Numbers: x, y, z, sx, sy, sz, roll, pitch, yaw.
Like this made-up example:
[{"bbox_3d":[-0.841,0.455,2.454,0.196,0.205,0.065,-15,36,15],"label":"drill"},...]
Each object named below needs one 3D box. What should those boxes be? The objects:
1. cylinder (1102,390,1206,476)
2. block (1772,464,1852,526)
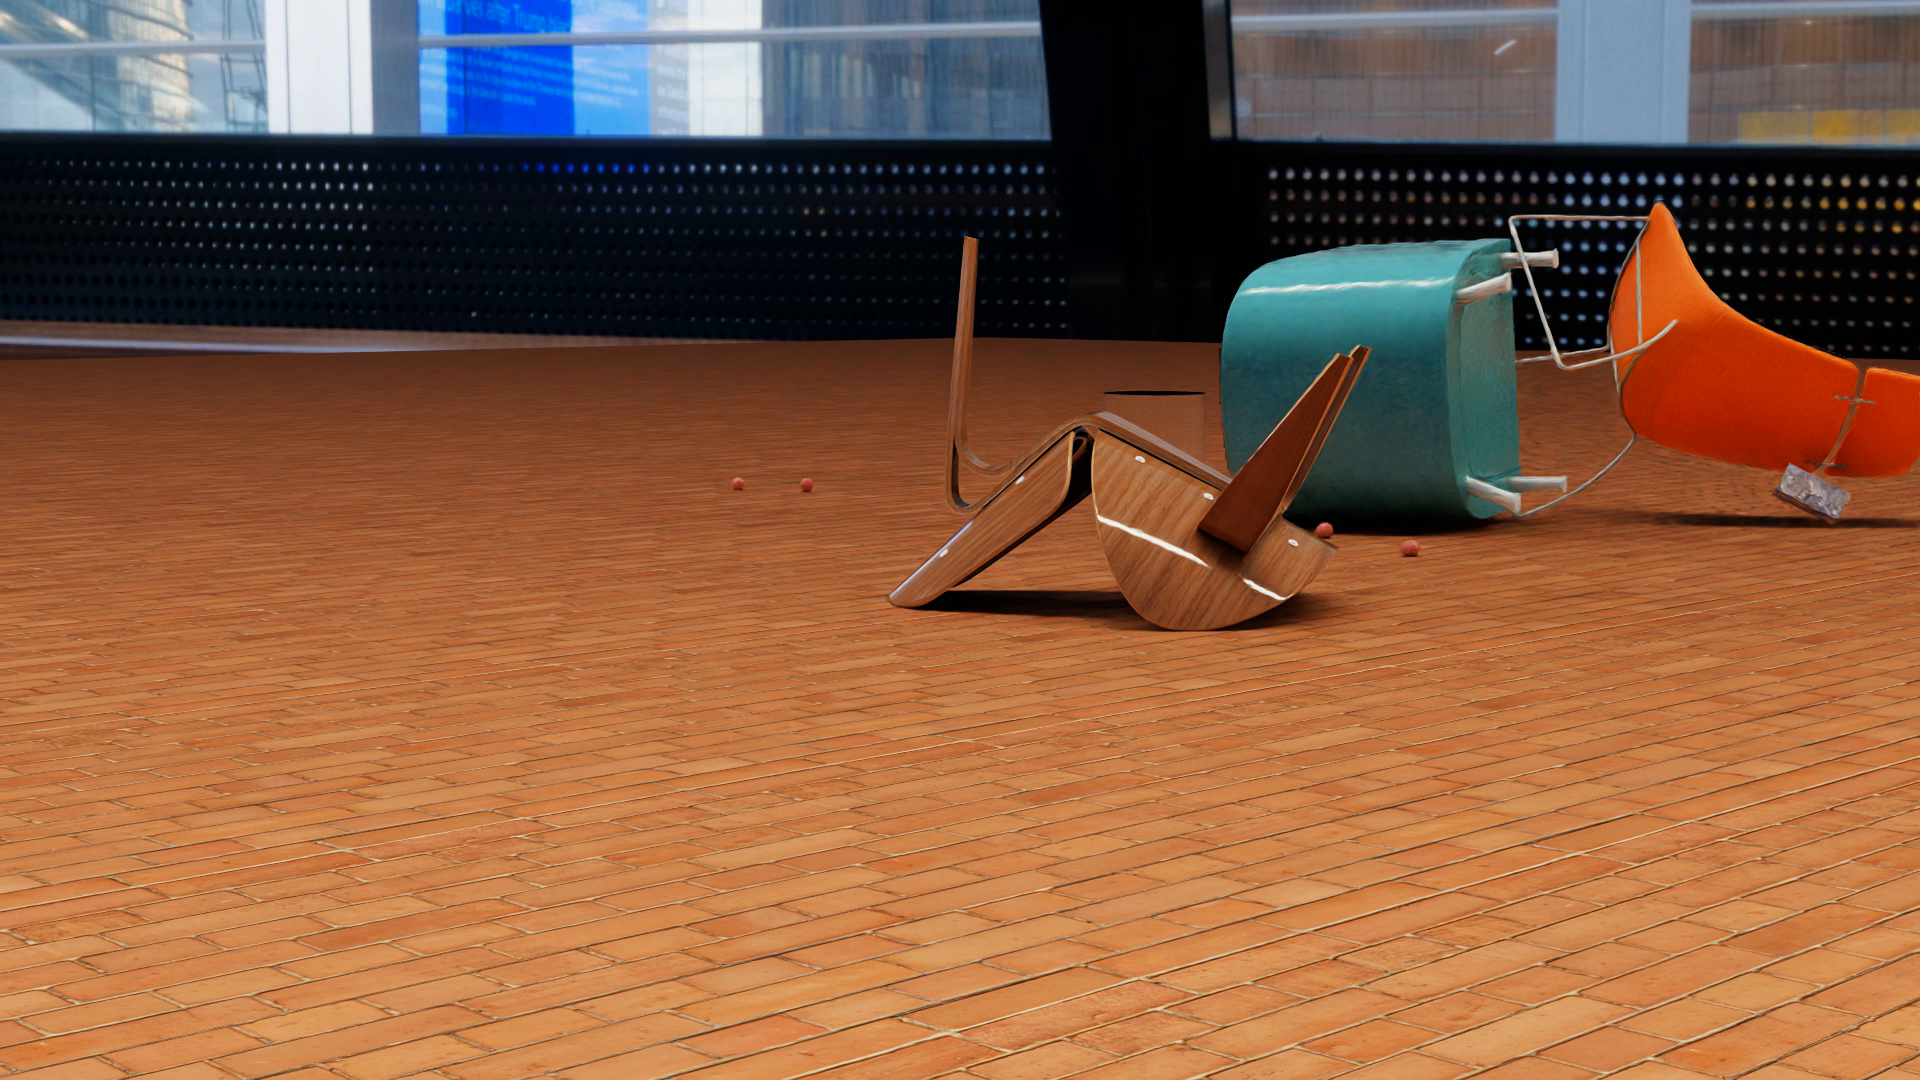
[{"bbox_3d":[0.650,-0.359,8.590,0.343,0.267,0.343,4,7,32],"label":"cylinder"},{"bbox_3d":[2.046,-0.109,6.164,0.159,0.071,0.090,29,-1,15],"label":"block"}]
